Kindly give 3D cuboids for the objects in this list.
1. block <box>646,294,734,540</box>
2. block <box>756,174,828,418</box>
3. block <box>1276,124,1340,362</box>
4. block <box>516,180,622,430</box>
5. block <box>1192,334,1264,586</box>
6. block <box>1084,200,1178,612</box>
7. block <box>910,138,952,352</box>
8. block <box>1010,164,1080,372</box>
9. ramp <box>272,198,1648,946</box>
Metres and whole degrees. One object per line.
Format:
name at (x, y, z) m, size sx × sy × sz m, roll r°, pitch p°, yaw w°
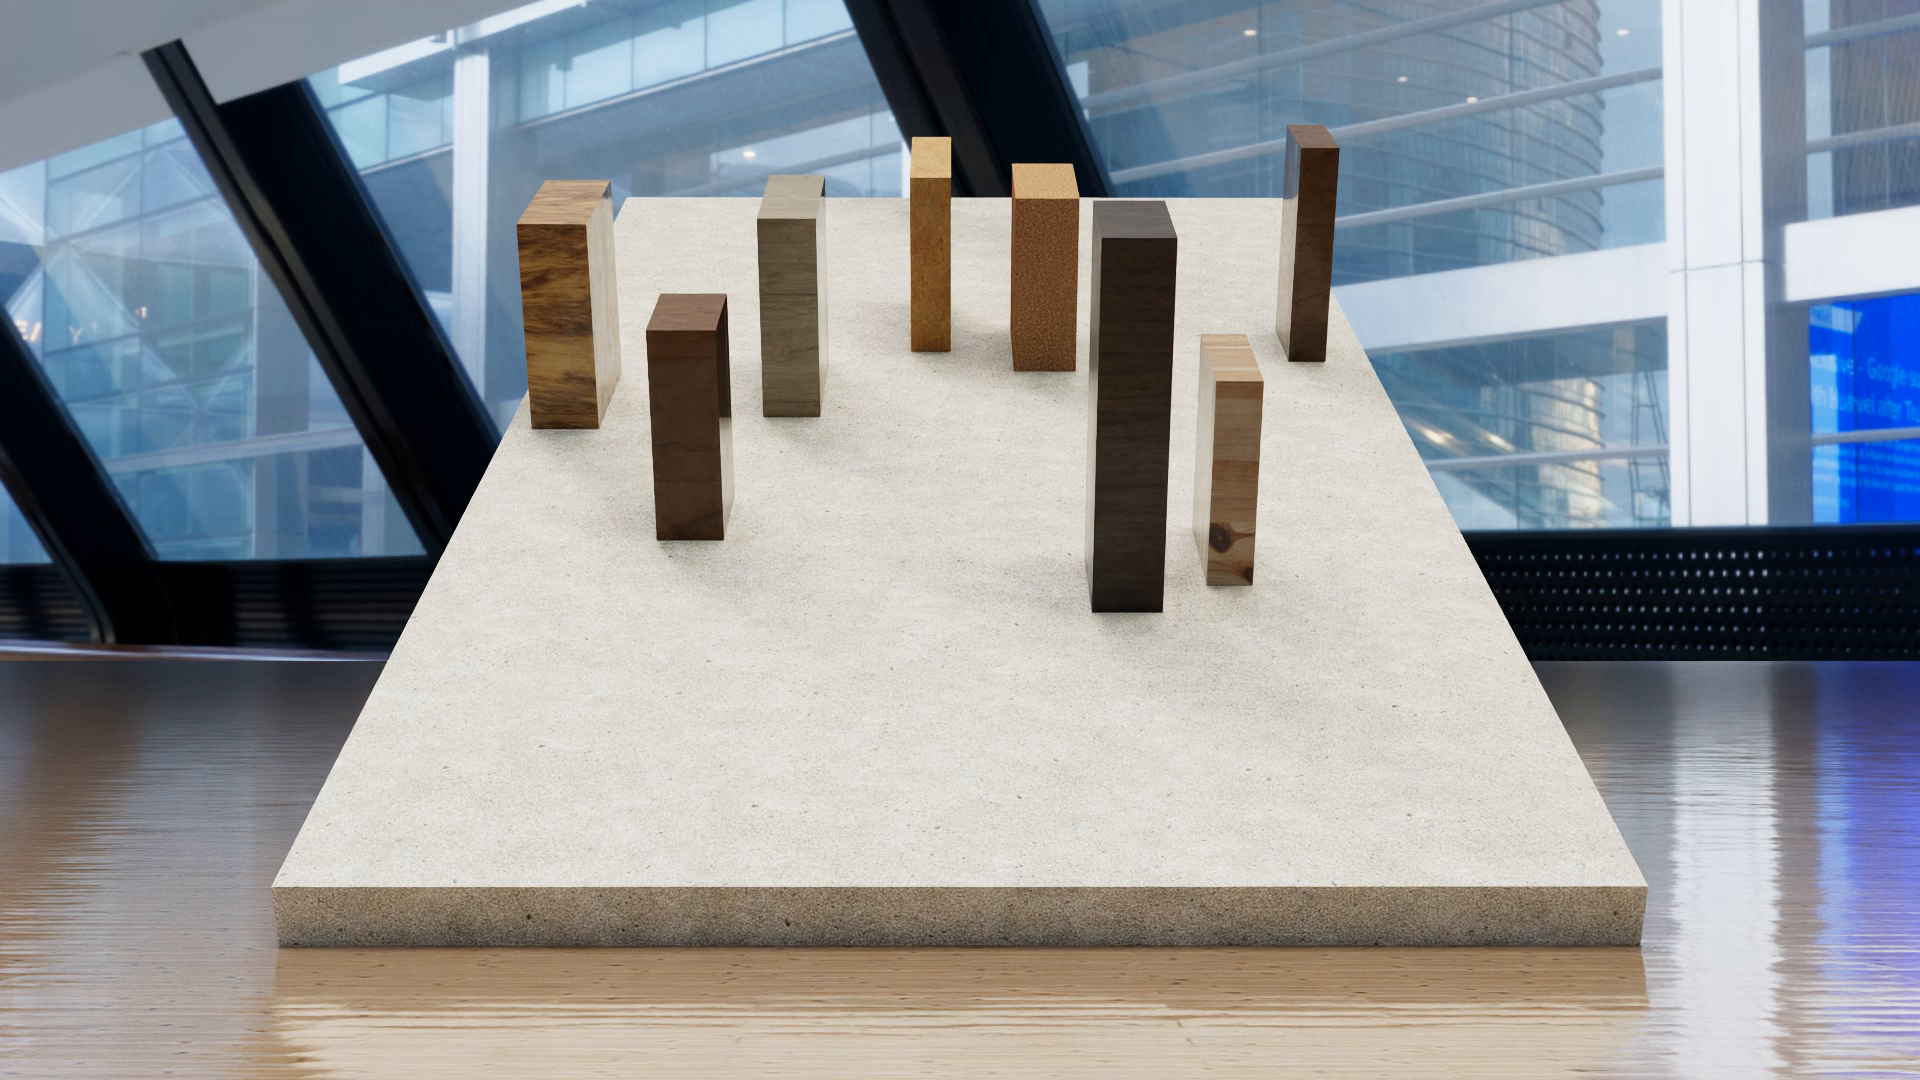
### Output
block at (-0.531, -0.246, 4.575) m, size 0.133 × 0.432 × 0.244 m, roll 0°, pitch 23°, yaw 0°
block at (-0.380, -0.565, 5.303) m, size 0.129 × 0.460 × 0.394 m, roll 0°, pitch 23°, yaw 0°
block at (0.839, -0.720, 5.595) m, size 0.090 × 0.523 × 0.245 m, roll 0°, pitch 23°, yaw 0°
block at (-0.878, -0.538, 5.223) m, size 0.150 × 0.468 × 0.390 m, roll 0°, pitch 23°, yaw 0°
block at (0.508, -0.156, 4.400) m, size 0.087 × 0.406 × 0.282 m, roll 0°, pitch 23°, yaw 0°
block at (0.307, -0.242, 4.216) m, size 0.131 × 0.707 × 0.256 m, roll 0°, pitch 23°, yaw 0°
block at (-0.072, -0.743, 5.762) m, size 0.098 × 0.434 × 0.425 m, roll 0°, pitch 23°, yaw 0°
block at (0.202, -0.663, 5.587) m, size 0.149 × 0.422 × 0.340 m, roll 0°, pitch 23°, yaw 0°
ramp at (-0.007, -0.224, 5.215) m, size 2.000 × 0.100 × 4.000 m, roll 0°, pitch 23°, yaw 0°
